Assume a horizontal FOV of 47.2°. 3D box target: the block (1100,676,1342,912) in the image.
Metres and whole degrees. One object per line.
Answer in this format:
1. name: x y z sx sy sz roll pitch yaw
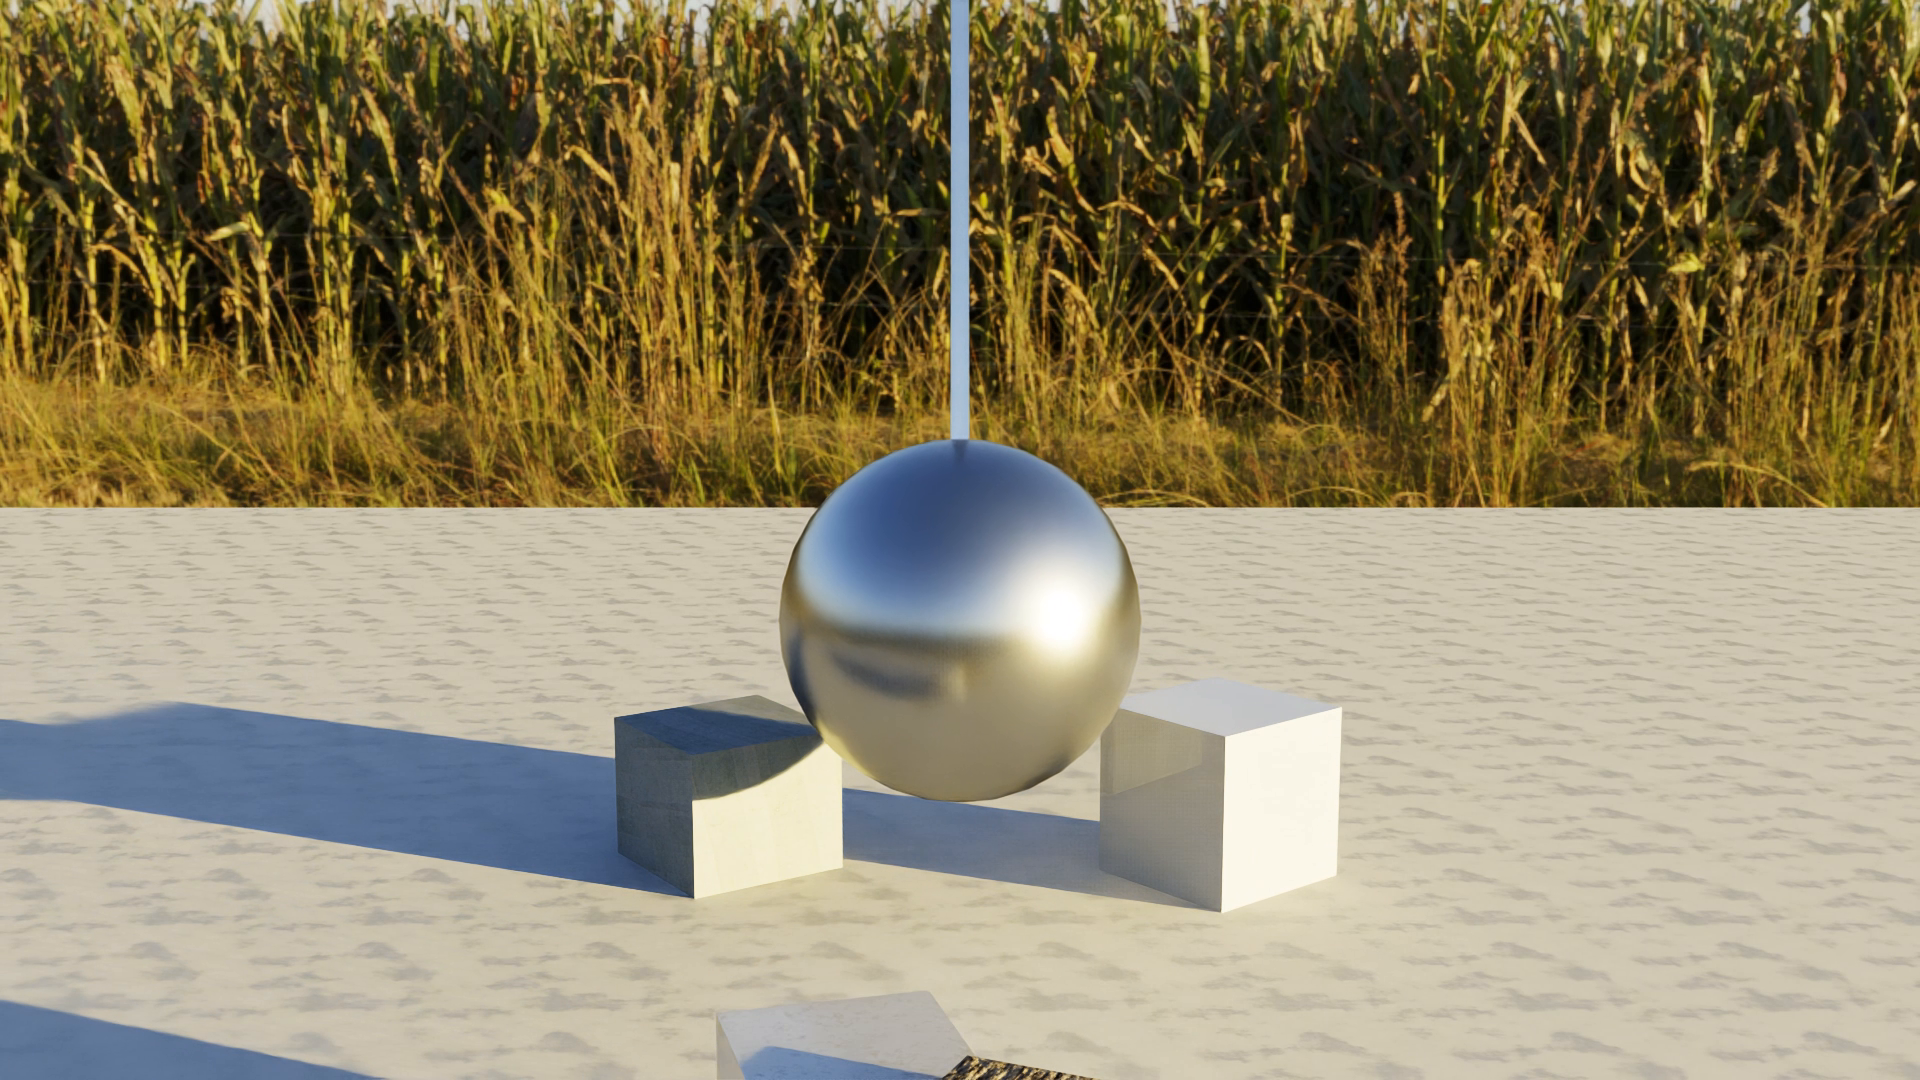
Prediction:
1. block: 1.249 1.203 10.607 0.813 0.838 0.808 -9 13 -40

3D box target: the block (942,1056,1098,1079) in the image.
1. block: 0.197 2.040 6.102 0.782 0.803 0.893 5 11 24

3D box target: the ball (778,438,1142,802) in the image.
1. ball: 0.000 0.353 9.698 1.600 1.600 1.600 0 10 0

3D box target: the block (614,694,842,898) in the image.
1. block: -1.142 1.238 10.808 0.809 0.696 0.827 -7 12 -34

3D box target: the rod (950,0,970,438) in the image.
1. rod: 0.000 -3.037 9.958 0.080 5.200 0.080 0 -4 0

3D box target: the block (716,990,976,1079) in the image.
1. block: -0.353 1.927 6.957 0.716 0.718 0.688 -3 11 -16
